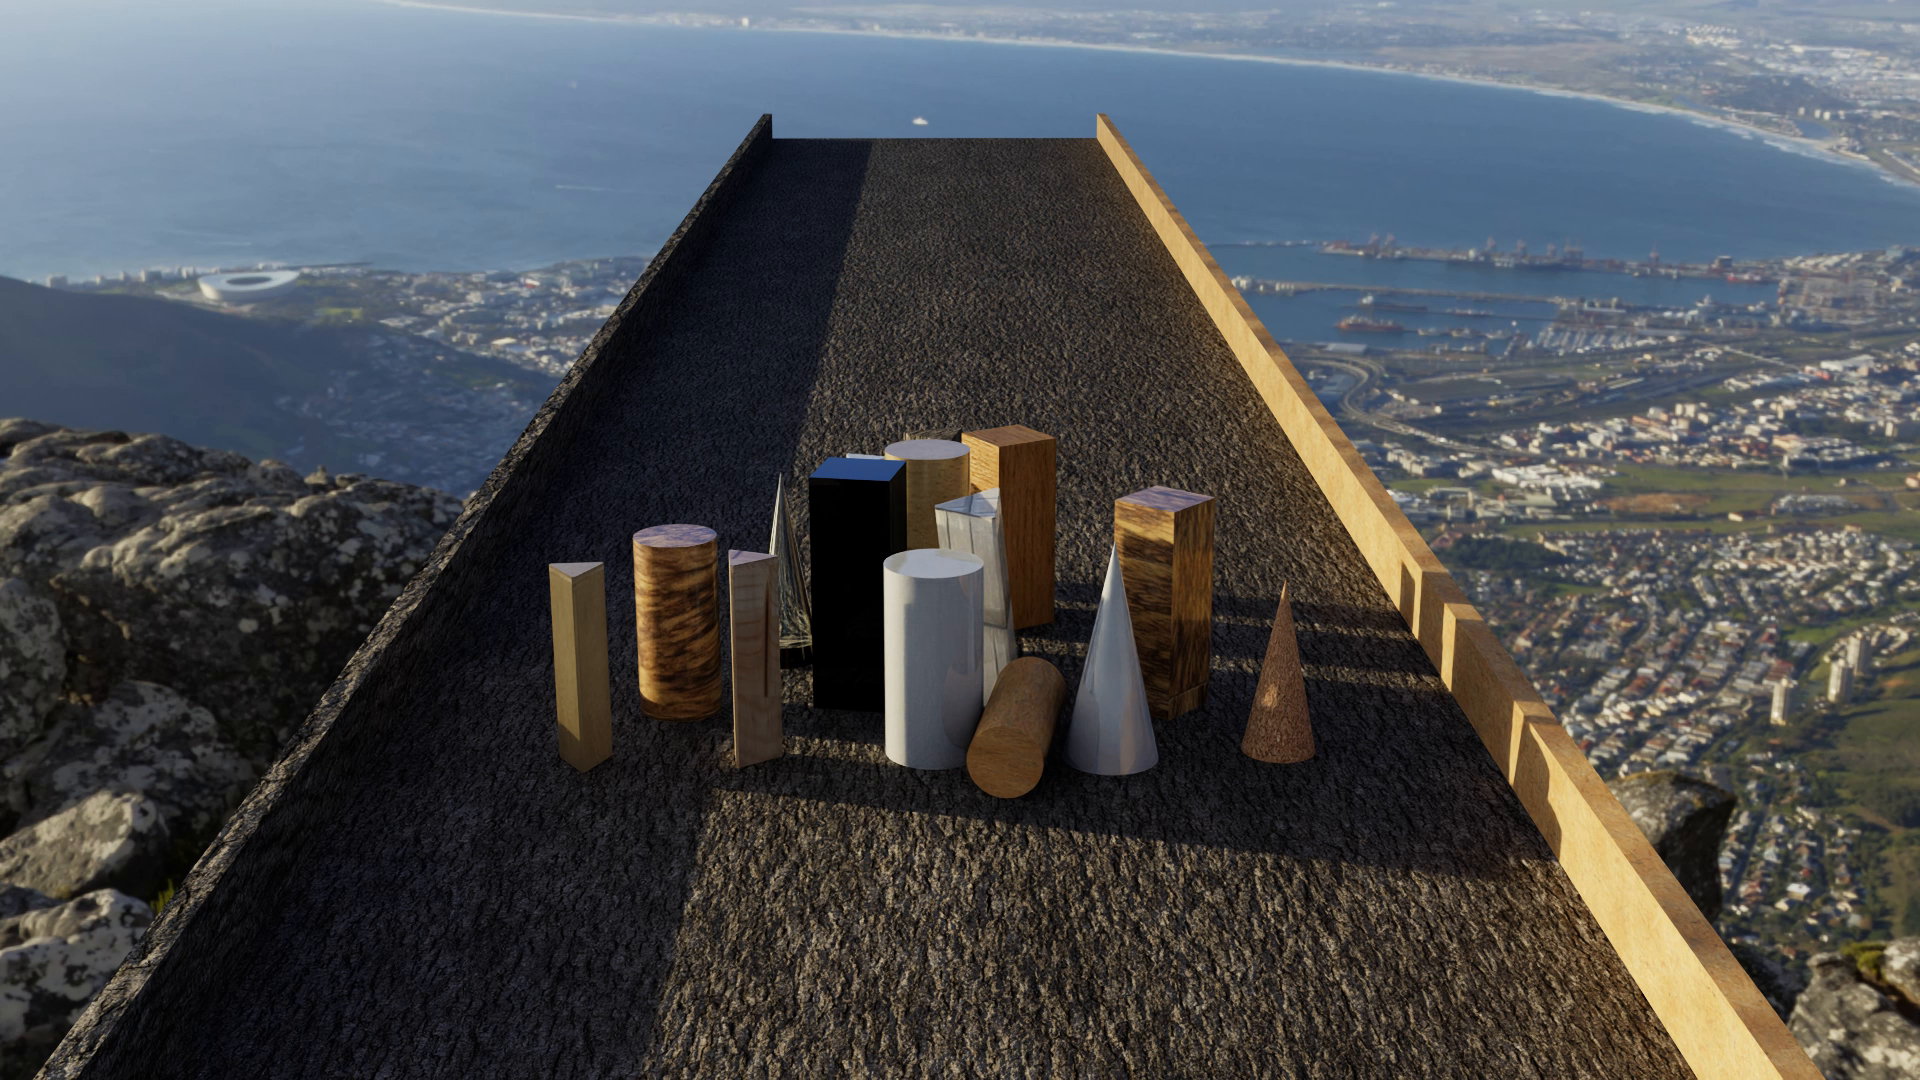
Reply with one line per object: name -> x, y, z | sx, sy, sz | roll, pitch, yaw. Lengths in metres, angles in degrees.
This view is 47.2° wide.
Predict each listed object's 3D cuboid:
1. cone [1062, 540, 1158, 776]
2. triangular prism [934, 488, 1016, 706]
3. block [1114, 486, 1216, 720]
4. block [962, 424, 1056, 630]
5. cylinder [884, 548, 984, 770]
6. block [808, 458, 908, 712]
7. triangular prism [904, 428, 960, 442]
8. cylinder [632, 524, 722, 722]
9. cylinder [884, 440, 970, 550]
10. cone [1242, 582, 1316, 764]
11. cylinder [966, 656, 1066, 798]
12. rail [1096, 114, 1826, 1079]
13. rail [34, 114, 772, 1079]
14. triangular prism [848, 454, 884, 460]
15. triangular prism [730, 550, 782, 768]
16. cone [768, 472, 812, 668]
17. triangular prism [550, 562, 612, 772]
cone -> 0.269, 0.194, 3.868 | 0.172, 0.403, 0.172 | 0, 17, 0
triangular prism -> 0.059, 0.108, 4.122 | 0.130, 0.406, 0.113 | 12, 31, 33
block -> 0.380, 0.117, 4.126 | 0.133, 0.404, 0.133 | 14, 21, 38
block -> 0.101, -0.025, 4.610 | 0.141, 0.400, 0.141 | -10, 19, -31
cylinder -> -0.046, 0.210, 3.902 | 0.176, 0.353, 0.176 | 0, 17, 0
block -> -0.189, 0.084, 4.152 | 0.151, 0.451, 0.151 | 3, 17, 10
triangular prism -> -0.037, -0.075, 4.887 | 0.131, 0.338, 0.114 | 14, 22, 39
cylinder -> -0.527, 0.154, 4.113 | 0.154, 0.339, 0.154 | 0, 17, 0
cylinder -> -0.064, 0.028, 4.378 | 0.168, 0.430, 0.168 | 0, 17, 0
cone -> 0.573, 0.222, 3.914 | 0.133, 0.322, 0.133 | 0, 17, 0
cylinder -> 0.104, 0.327, 3.896 | 0.132, 0.132, 0.353 | 3, 17, 9
rail -> 0.932, -0.844, 7.801 | 0.050, 0.150, 12.000 | 0, 17, -1
rail -> -1.118, -0.838, 7.780 | 0.050, 0.150, 12.000 | 0, 17, -1
triangular prism -> -0.211, -0.009, 4.655 | 0.091, 0.343, 0.079 | -14, 22, -40
triangular prism -> -0.379, 0.205, 3.882 | 0.094, 0.373, 0.082 | -12, 21, -36
cone -> -0.352, 0.049, 4.379 | 0.143, 0.389, 0.143 | 0, 17, 0
triangular prism -> -0.655, 0.218, 3.863 | 0.080, 0.360, 0.093 | -12, 20, -34
